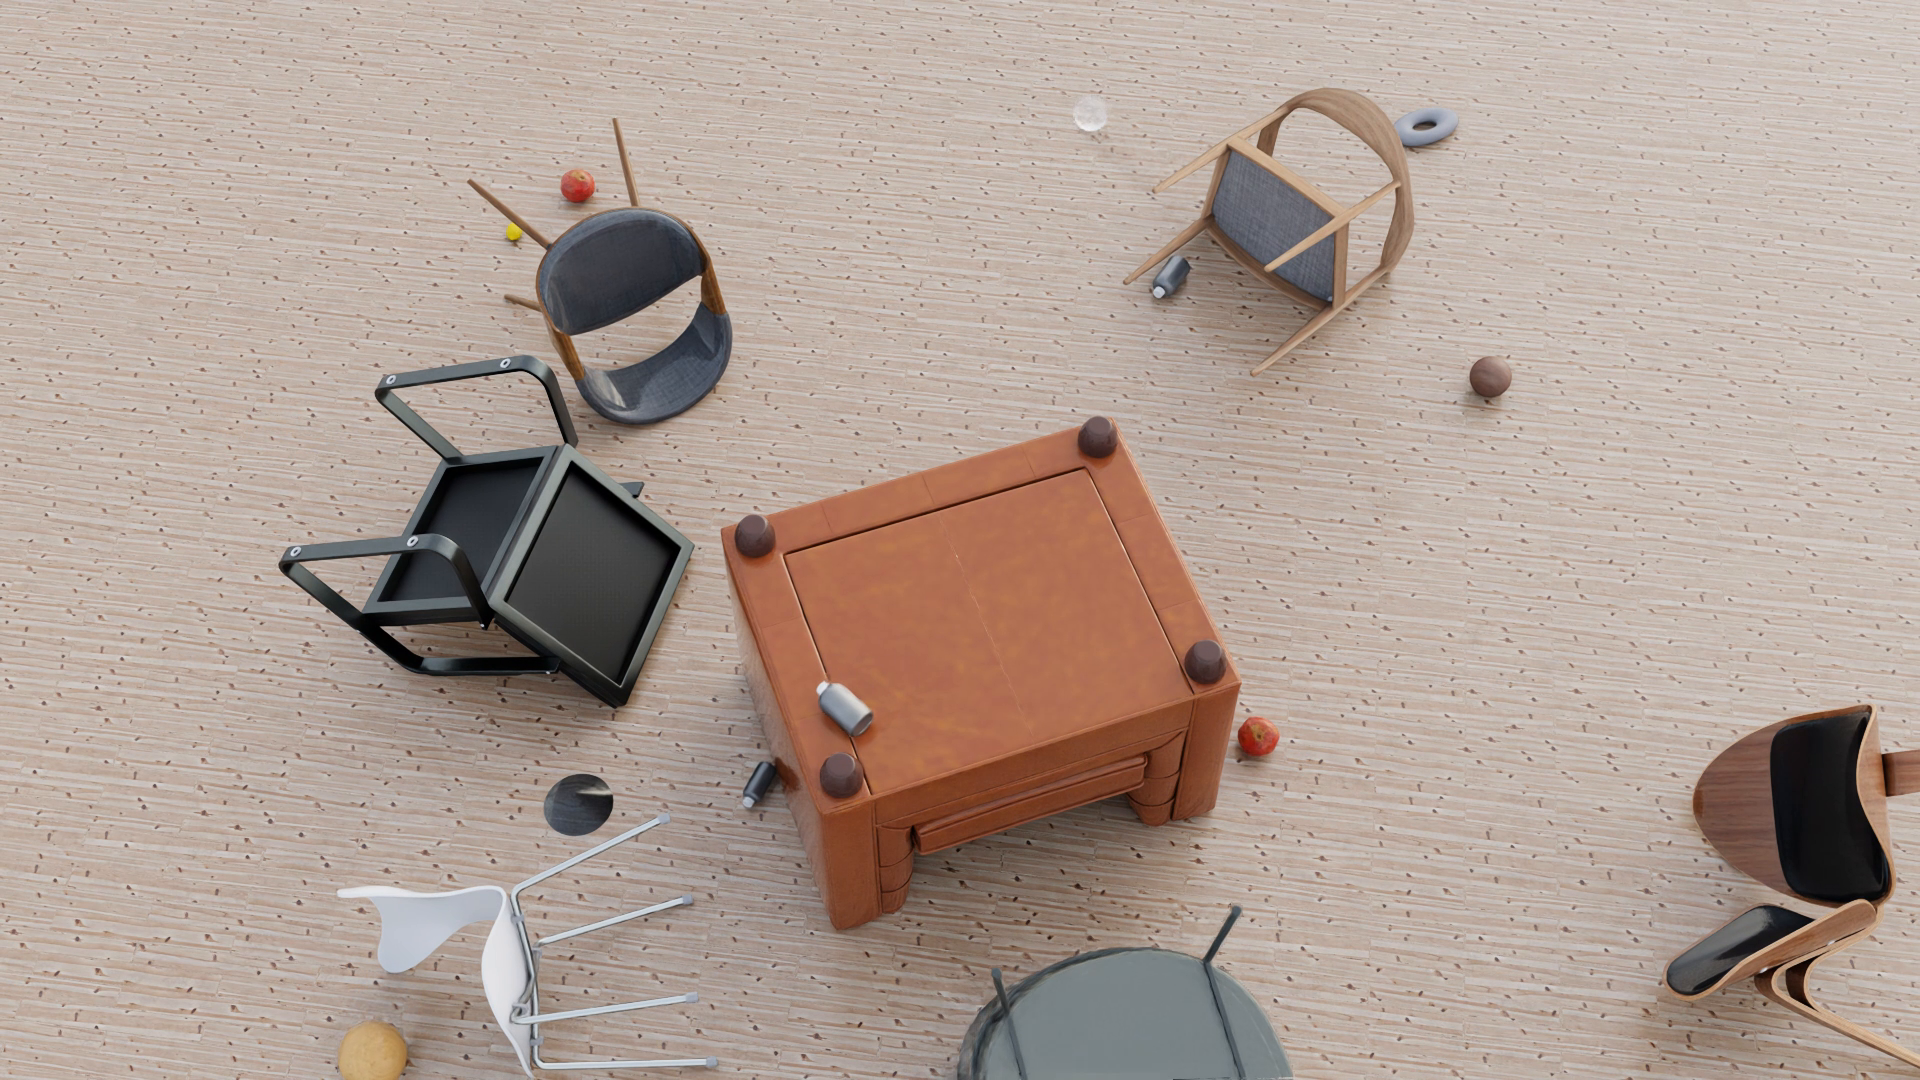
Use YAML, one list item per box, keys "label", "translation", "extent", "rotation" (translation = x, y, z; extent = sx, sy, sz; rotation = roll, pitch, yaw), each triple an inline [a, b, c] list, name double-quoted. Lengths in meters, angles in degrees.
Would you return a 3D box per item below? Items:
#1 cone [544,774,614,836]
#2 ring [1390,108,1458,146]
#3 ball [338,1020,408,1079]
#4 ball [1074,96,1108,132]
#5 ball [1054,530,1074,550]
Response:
- label: "cone"
  translation: [-1.055, 0.711, 6.052]
  extent: [0.190, 0.074, 0.194]
  rotation: [36, 63, 22]
- label: "ring"
  translation: [1.582, -1.408, 7.490]
  extent: [0.259, 0.048, 0.142]
  rotation: [-20, 59, -12]
- label: "ball"
  translation: [-1.495, 1.309, 5.592]
  extent: [0.172, 0.172, 0.172]
  rotation: [0, 56, 0]
- label: "ball"
  translation: [0.447, -1.448, 7.477]
  extent: [0.115, 0.115, 0.115]
  rotation: [0, 56, 0]
- label: "ball"
  translation: [0.311, 0.001, 6.537]
  extent: [0.060, 0.060, 0.060]
  rotation: [0, 56, 0]
